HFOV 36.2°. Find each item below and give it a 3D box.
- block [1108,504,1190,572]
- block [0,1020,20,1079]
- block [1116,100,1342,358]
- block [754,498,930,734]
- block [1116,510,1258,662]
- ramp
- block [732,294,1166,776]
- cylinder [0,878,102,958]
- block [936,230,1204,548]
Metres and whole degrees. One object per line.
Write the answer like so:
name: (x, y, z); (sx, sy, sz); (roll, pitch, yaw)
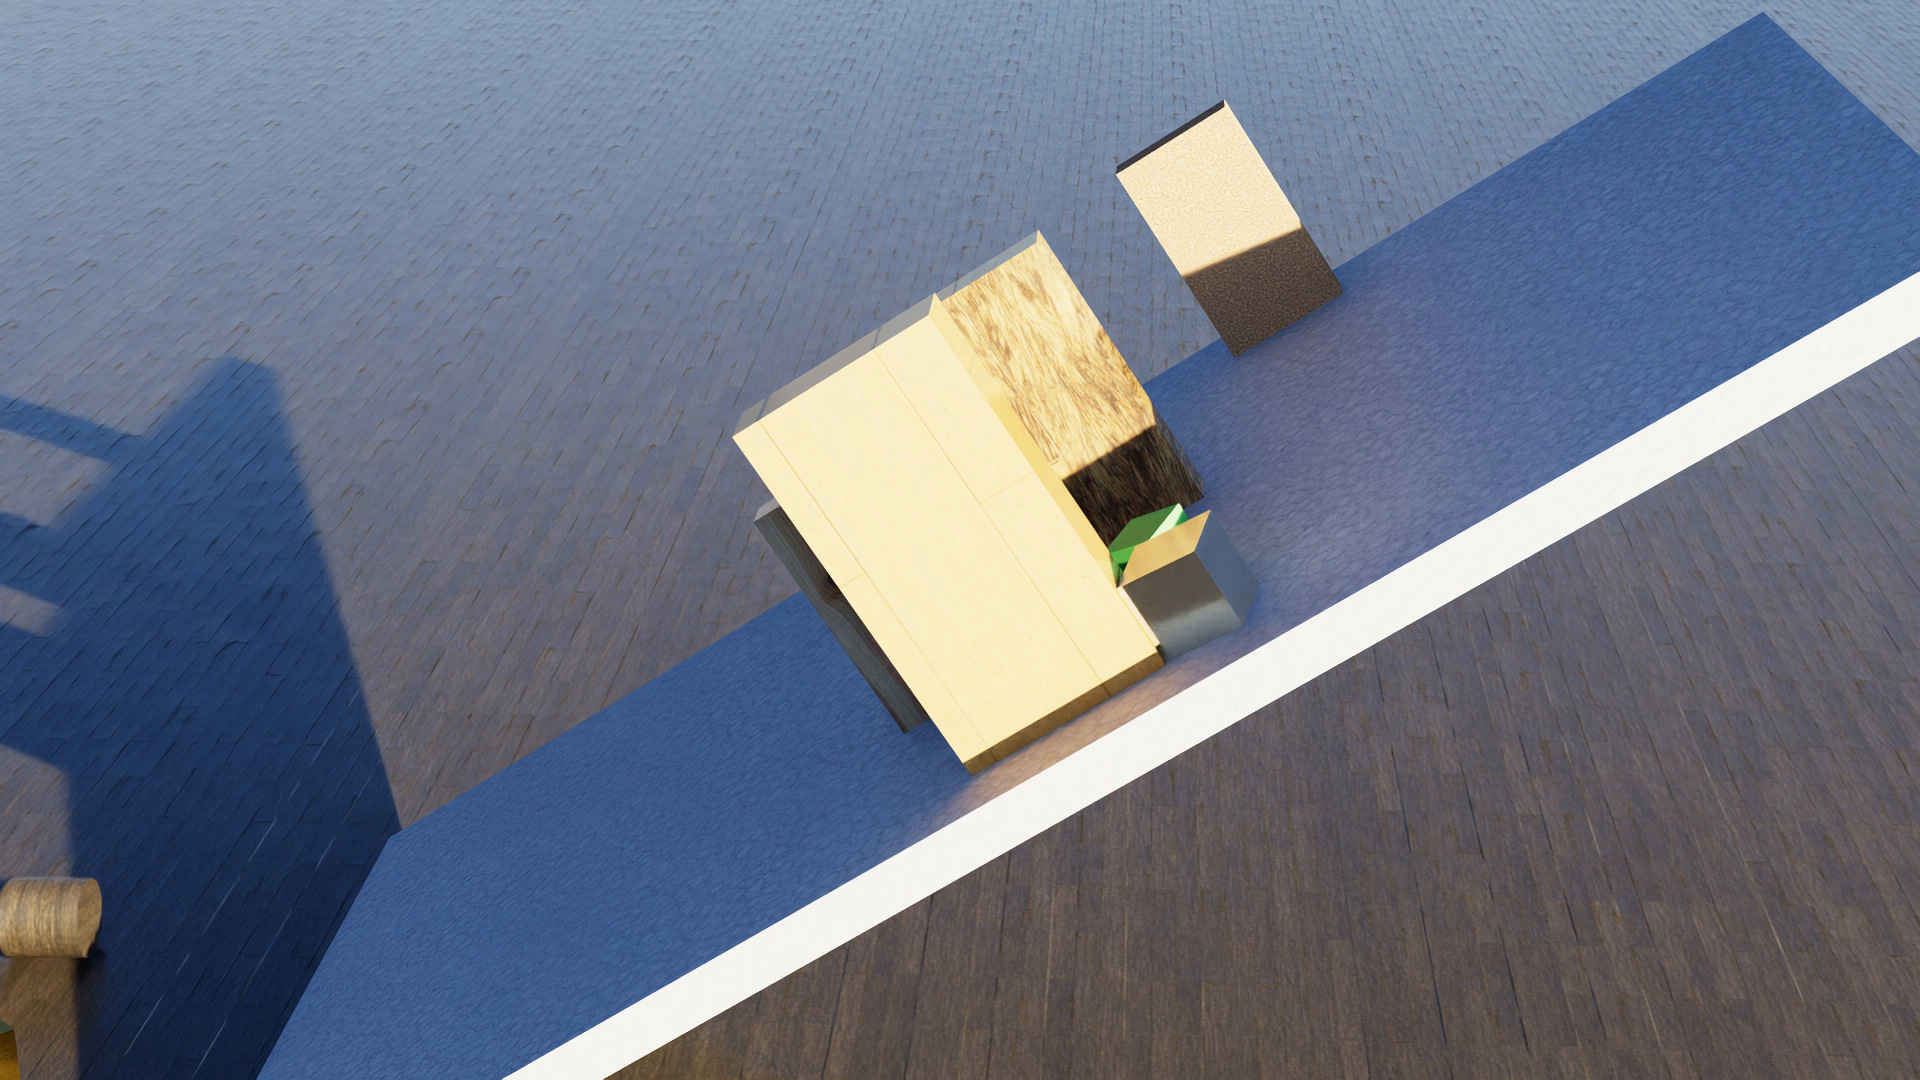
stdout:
block: (0.386, 0.032, 5.752); (0.131, 0.131, 0.131); (-19, 21, 44)
block: (-2.241, 1.176, 6.628); (0.167, 0.167, 0.167); (18, 27, 40)
block: (0.624, -0.718, 6.806); (0.291, 0.517, 0.083); (-31, 15, 14)
block: (-0.081, 0.058, 5.875); (0.424, 0.538, 0.082); (-31, 15, 14)
block: (0.422, 0.084, 5.438); (0.171, 0.171, 0.171); (-27, 17, 26)
ramp: (0.139, 0.171, 6.296); (4.000, 0.100, 2.000); (-31, 15, 14)
block: (-0.012, -0.003, 5.427); (0.426, 0.791, 0.147); (-31, 15, 14)
cylinder: (-2.242, 0.931, 7.247); (0.196, 0.196, 0.196); (1, 20, 1)
block: (0.186, -0.275, 6.128); (0.356, 0.644, 0.106); (-31, 15, 14)
